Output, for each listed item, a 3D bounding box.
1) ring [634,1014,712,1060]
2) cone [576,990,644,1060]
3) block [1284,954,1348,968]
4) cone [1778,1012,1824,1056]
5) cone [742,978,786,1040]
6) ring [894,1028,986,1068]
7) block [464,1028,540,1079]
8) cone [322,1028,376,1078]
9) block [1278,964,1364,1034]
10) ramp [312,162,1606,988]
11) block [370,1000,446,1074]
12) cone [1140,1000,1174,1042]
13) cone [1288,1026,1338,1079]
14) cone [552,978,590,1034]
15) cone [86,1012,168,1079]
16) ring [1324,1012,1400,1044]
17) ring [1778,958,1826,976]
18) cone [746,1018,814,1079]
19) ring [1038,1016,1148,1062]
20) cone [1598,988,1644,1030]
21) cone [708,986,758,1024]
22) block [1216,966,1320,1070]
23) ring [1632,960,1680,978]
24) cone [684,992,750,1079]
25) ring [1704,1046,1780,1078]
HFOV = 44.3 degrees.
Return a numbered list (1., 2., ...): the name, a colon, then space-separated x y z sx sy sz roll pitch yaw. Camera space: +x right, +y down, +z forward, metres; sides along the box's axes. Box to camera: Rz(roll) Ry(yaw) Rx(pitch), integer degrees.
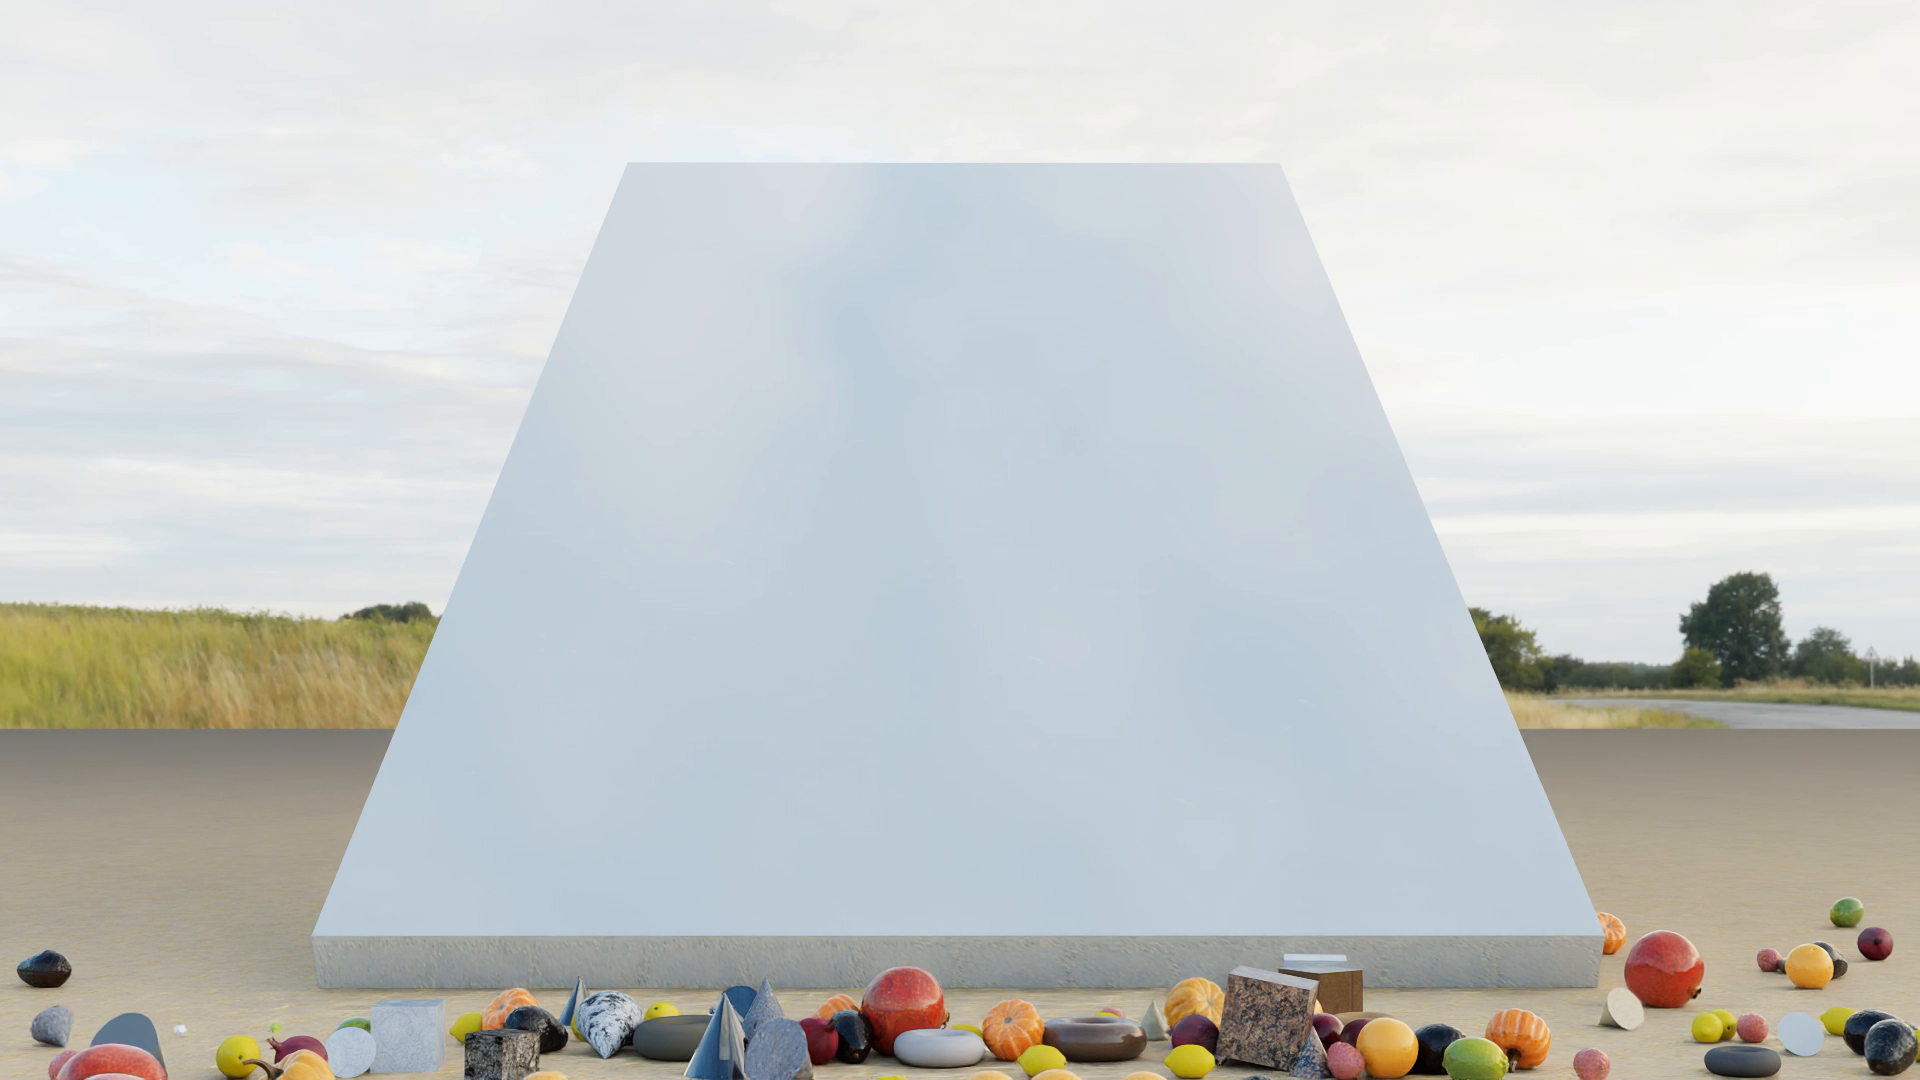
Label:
1. ring: -0.340 0.621 2.945 0.135 0.045 0.135 -1 -4 0
2. cone: -0.441 0.624 2.951 0.086 0.086 0.086 0 22 -5
3. block: 0.497 0.628 3.302 0.086 0.086 0.086 -1 -4 8
4. cone: 1.052 0.633 2.979 0.057 0.057 0.057 0 -31 -3
5. cone: -0.247 0.602 3.002 0.092 0.092 0.092 0 -4 0
6. ring: -0.025 0.620 2.878 0.112 0.037 0.112 1 -5 0
7. block: -0.524 0.595 2.703 0.060 0.060 0.060 -3 -5 34
8. cone: -0.721 0.618 2.801 0.062 0.062 0.062 0 -31 -6
9. block: 0.489 0.623 3.203 0.080 0.080 0.080 3 -5 -34
10. ramp: -0.010 -0.228 5.463 2.000 0.100 4.000 0 26 0
11. block: -0.664 0.597 2.841 0.077 0.077 0.077 0 -4 -5
12. cone: 0.254 0.629 3.103 0.052 0.052 0.052 0 -4 0
13. cone: 0.416 0.601 2.781 0.058 0.058 0.058 0 -4 0
14. cone: -0.512 0.625 3.182 0.072 0.072 0.072 0 -4 0
15. cone: -0.937 0.605 2.714 0.093 0.093 0.093 -2 -31 20
16. ring: 0.526 0.638 3.087 0.098 0.033 0.098 -1 -4 0
17. ring: 1.393 0.705 3.904 0.075 0.025 0.075 -1 -6 0
18. cone: -0.191 0.608 2.730 0.083 0.083 0.083 -3 -32 32
19. ring: 0.165 0.620 2.937 0.137 0.046 0.137 0 -6 0
20. cone: 0.892 0.652 3.227 0.060 0.060 0.060 2 -32 -27
21. cone: -0.275 0.636 3.089 0.081 0.081 0.081 -2 -32 27
22. block: 0.374 0.580 2.866 0.099 0.099 0.099 9 -2 16
23. ring: 1.135 0.701 3.852 0.077 0.026 0.077 -1 -5 0
24. cone: -0.279 0.583 2.794 0.096 0.096 0.096 0 -4 0
25. ring: 0.926 0.617 2.793 0.087 0.029 0.087 -1 -5 0
